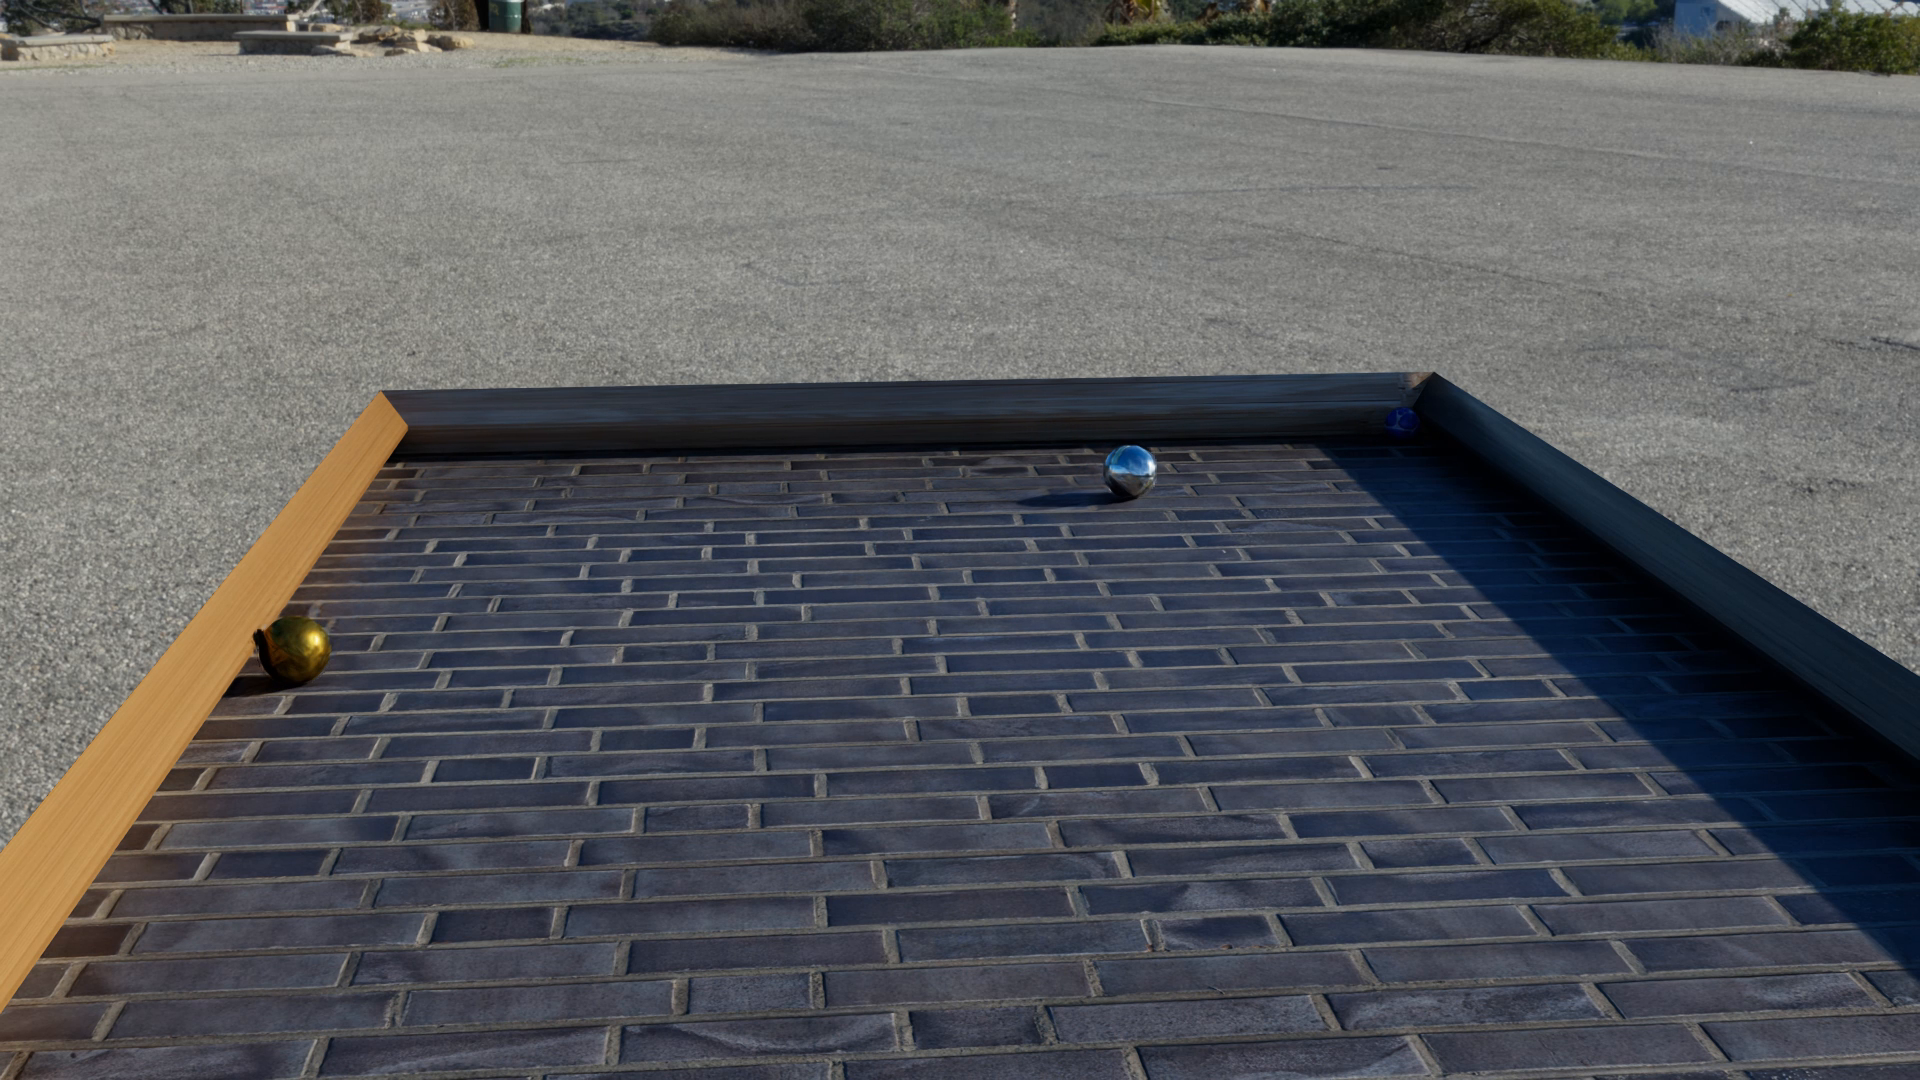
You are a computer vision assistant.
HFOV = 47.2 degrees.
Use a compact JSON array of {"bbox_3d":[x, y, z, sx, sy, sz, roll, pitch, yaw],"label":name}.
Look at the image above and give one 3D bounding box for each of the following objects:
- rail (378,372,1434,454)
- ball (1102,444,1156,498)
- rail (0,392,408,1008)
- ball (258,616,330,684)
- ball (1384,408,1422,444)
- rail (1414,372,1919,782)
[{"bbox_3d":[-0.061,-0.189,3.326,1.605,0.095,0.045,-1,15,-5],"label":"rail"},{"bbox_3d":[0.233,-0.094,3.025,0.073,0.073,0.073,0,15,0],"label":"ball"},{"bbox_3d":[-0.712,0.183,1.959,0.045,0.095,2.749,-1,15,-5],"label":"rail"},{"bbox_3d":[-0.685,0.113,2.265,0.071,0.071,0.071,0,15,0],"label":"ball"},{"bbox_3d":[0.676,-0.175,3.356,0.055,0.055,0.055,0,15,0],"label":"ball"},{"bbox_3d":[0.839,0.145,2.098,0.045,0.095,2.749,-1,15,-5],"label":"rail"}]
